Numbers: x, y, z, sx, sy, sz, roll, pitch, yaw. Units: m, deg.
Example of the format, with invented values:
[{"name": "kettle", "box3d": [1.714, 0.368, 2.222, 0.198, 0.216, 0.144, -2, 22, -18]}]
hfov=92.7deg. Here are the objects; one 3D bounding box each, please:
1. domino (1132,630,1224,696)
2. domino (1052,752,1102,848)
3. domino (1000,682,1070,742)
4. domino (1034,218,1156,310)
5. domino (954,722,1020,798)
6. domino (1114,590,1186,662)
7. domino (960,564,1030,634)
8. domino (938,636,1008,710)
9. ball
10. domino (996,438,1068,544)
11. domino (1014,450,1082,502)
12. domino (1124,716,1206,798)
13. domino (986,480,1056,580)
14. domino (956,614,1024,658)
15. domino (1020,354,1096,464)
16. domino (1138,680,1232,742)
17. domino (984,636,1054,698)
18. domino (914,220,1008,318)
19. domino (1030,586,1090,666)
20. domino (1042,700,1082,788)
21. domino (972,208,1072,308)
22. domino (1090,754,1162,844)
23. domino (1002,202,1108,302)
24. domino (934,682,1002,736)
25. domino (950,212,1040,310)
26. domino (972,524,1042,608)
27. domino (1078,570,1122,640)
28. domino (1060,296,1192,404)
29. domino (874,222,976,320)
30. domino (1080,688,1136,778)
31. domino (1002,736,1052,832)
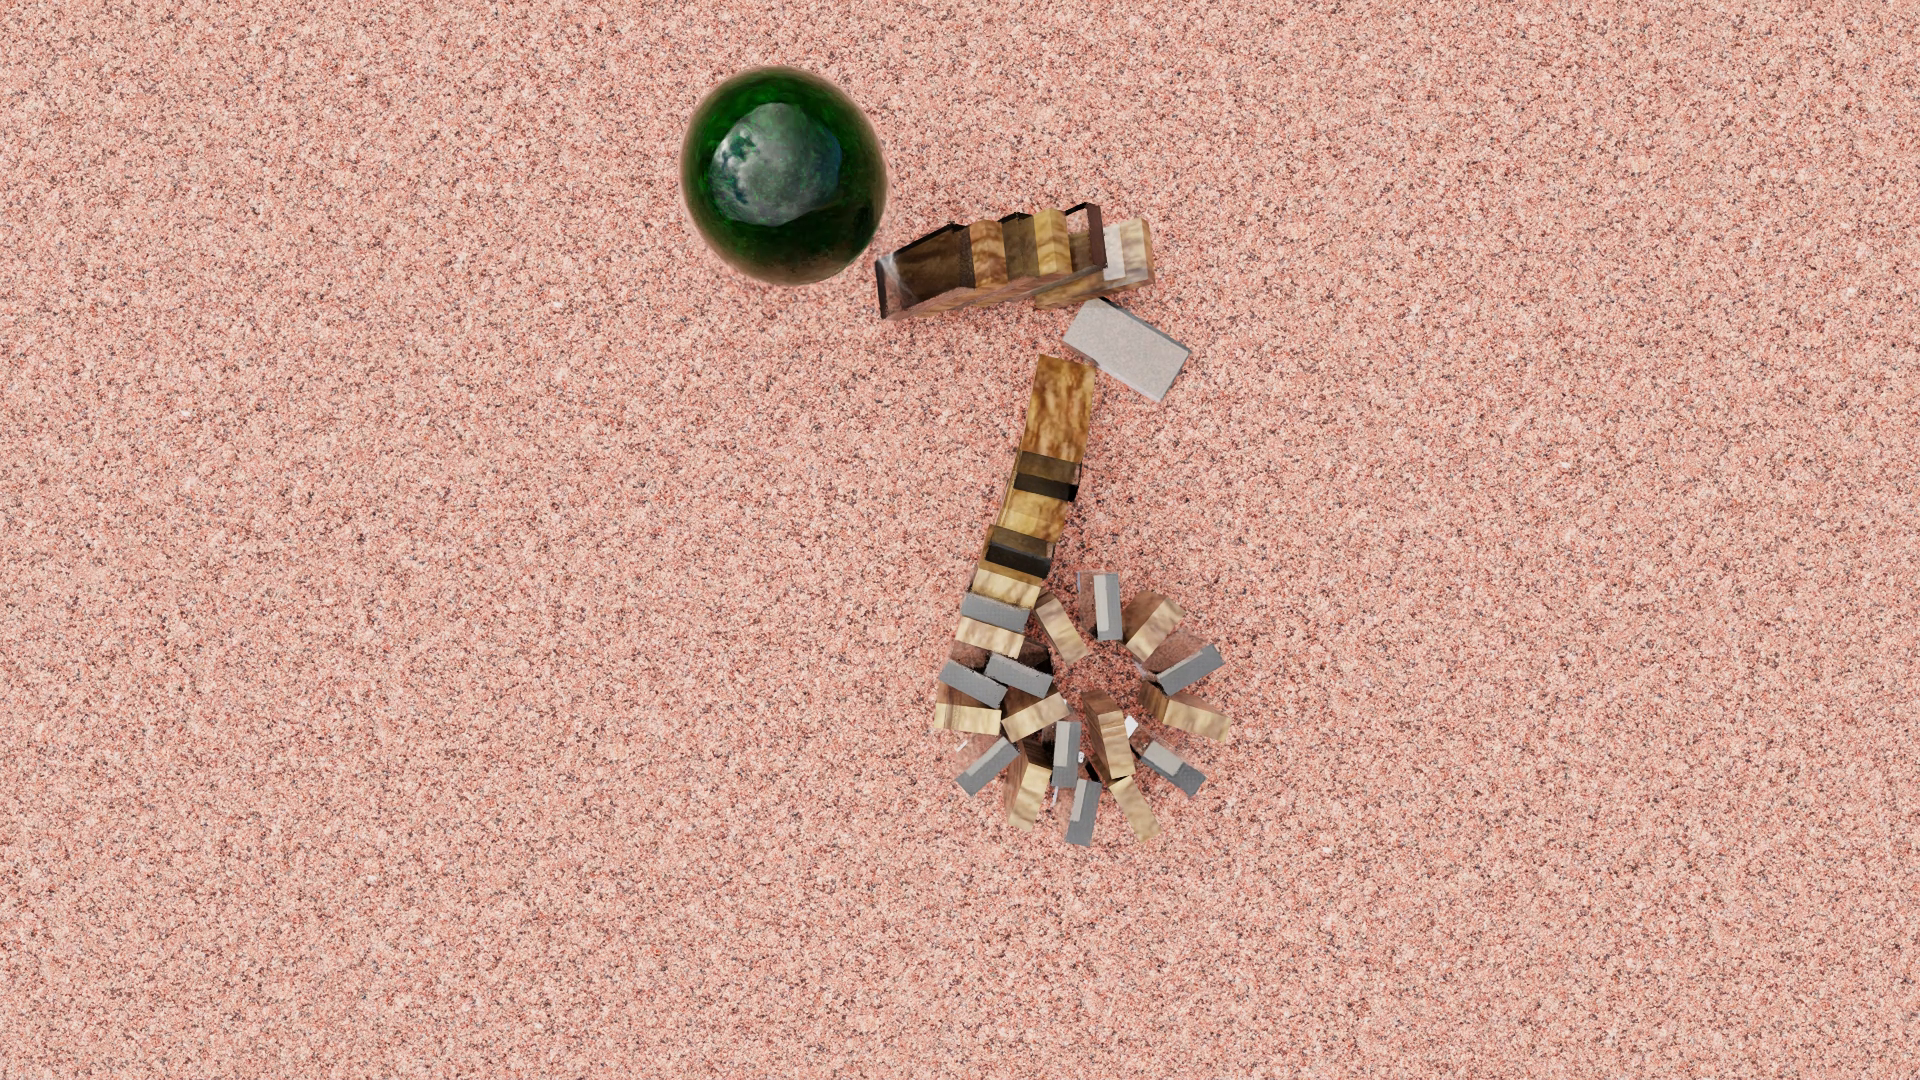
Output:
[{"name": "domino", "box3d": [0.088, 0.050, 0.375, 0.025, 0.050, 0.010, -30, 90, 0]}, {"name": "domino", "box3d": [0.047, 0.104, 0.375, 0.009, 0.050, 0.025, 11, 90, 0]}, {"name": "domino", "box3d": [0.029, 0.068, 0.375, 0.025, 0.050, 0.010, -27, 90, 0]}, {"name": "domino", "box3d": [0.055, -0.115, 0.383, 0.050, 0.009, 0.025, -7, 90, 30]}, {"name": "domino", "box3d": [0.010, 0.087, 0.375, 0.025, 0.050, 0.010, -42, 90, 0]}, {"name": "domino", "box3d": [0.075, 0.034, 0.375, 0.010, 0.050, 0.025, 41, 90, 0]}, {"name": "domino", "box3d": [0.015, 0.023, 0.375, 0.025, 0.050, 0.010, 18, 101, 0]}, {"name": "domino", "box3d": [0.007, 0.052, 0.375, 0.025, 0.050, 0.010, 27, 98, 0]}, {"name": "ball", "box3d": [-0.069, -0.141, 0.360, 0.080, 0.080, 0.080, 0, 90, 0]}, {"name": "domino", "box3d": [0.032, -0.022, 0.378, 0.025, 0.050, 0.010, 17, 132, 0]}, {"name": "domino", "box3d": [0.038, -0.039, 0.380, 0.025, 0.009, 0.050, 13, 48, 0]}, {"name": "domino", "box3d": [0.081, 0.087, 0.375, 0.025, 0.050, 0.010, 35, 90, 0]}, {"name": "domino", "box3d": [0.027, -0.006, 0.377, 0.025, 0.050, 0.010, 18, 124, 0]}, {"name": "domino", "box3d": [0.013, 0.033, 0.375, 0.025, 0.050, 0.009, 18, 101, 0]}, {"name": "domino", "box3d": [0.041, -0.055, 0.380, 0.025, 0.010, 0.050, 13, 50, 0]}, {"name": "domino", "box3d": [0.091, 0.069, 0.375, 0.025, 0.050, 0.010, 17, 90, 0]}, {"name": "domino", "box3d": [0.024, 0.049, 0.375, 0.025, 0.050, 0.009, 22, 98, 0]}, {"name": "domino", "box3d": [-0.002, -0.111, 0.378, 0.009, 0.050, 0.025, -7, 90, -42]}, {"name": "domino", "box3d": [0.039, 0.034, 0.375, 0.009, 0.050, 0.025, -31, 92, 0]}, {"name": "domino", "box3d": [0.041, 0.082, 0.375, 0.010, 0.050, 0.025, 5, 90, 0]}, {"name": "domino", "box3d": [0.023, -0.115, 0.378, 0.009, 0.050, 0.025, -7, 90, -42]}, {"name": "domino", "box3d": [0.067, 0.103, 0.375, 0.010, 0.050, 0.025, -30, 90, 0]}, {"name": "domino", "box3d": [0.037, -0.118, 0.379, 0.010, 0.050, 0.025, -7, 89, -45]}, {"name": "domino", "box3d": [0.003, 0.068, 0.375, 0.025, 0.050, 0.010, 7, 91, 0]}, {"name": "domino", "box3d": [0.010, -0.114, 0.378, 0.010, 0.050, 0.025, -7, 90, -42]}, {"name": "domino", "box3d": [0.020, 0.010, 0.375, 0.025, 0.050, 0.010, 18, 112, 0]}, {"name": "domino", "box3d": [0.057, 0.026, 0.375, 0.010, 0.050, 0.025, -4, 90, 0]}, {"name": "domino", "box3d": [0.071, -0.083, 0.395, 0.050, 0.010, 0.025, 31, 90, 0]}, {"name": "domino", "box3d": [-0.015, -0.110, 0.378, 0.009, 0.050, 0.025, -7, 90, -42]}, {"name": "domino", "box3d": [0.060, 0.078, 0.375, 0.009, 0.050, 0.025, -13, 90, 0]}, {"name": "domino", "box3d": [0.027, 0.098, 0.375, 0.010, 0.050, 0.025, 19, 90, 0]}]
